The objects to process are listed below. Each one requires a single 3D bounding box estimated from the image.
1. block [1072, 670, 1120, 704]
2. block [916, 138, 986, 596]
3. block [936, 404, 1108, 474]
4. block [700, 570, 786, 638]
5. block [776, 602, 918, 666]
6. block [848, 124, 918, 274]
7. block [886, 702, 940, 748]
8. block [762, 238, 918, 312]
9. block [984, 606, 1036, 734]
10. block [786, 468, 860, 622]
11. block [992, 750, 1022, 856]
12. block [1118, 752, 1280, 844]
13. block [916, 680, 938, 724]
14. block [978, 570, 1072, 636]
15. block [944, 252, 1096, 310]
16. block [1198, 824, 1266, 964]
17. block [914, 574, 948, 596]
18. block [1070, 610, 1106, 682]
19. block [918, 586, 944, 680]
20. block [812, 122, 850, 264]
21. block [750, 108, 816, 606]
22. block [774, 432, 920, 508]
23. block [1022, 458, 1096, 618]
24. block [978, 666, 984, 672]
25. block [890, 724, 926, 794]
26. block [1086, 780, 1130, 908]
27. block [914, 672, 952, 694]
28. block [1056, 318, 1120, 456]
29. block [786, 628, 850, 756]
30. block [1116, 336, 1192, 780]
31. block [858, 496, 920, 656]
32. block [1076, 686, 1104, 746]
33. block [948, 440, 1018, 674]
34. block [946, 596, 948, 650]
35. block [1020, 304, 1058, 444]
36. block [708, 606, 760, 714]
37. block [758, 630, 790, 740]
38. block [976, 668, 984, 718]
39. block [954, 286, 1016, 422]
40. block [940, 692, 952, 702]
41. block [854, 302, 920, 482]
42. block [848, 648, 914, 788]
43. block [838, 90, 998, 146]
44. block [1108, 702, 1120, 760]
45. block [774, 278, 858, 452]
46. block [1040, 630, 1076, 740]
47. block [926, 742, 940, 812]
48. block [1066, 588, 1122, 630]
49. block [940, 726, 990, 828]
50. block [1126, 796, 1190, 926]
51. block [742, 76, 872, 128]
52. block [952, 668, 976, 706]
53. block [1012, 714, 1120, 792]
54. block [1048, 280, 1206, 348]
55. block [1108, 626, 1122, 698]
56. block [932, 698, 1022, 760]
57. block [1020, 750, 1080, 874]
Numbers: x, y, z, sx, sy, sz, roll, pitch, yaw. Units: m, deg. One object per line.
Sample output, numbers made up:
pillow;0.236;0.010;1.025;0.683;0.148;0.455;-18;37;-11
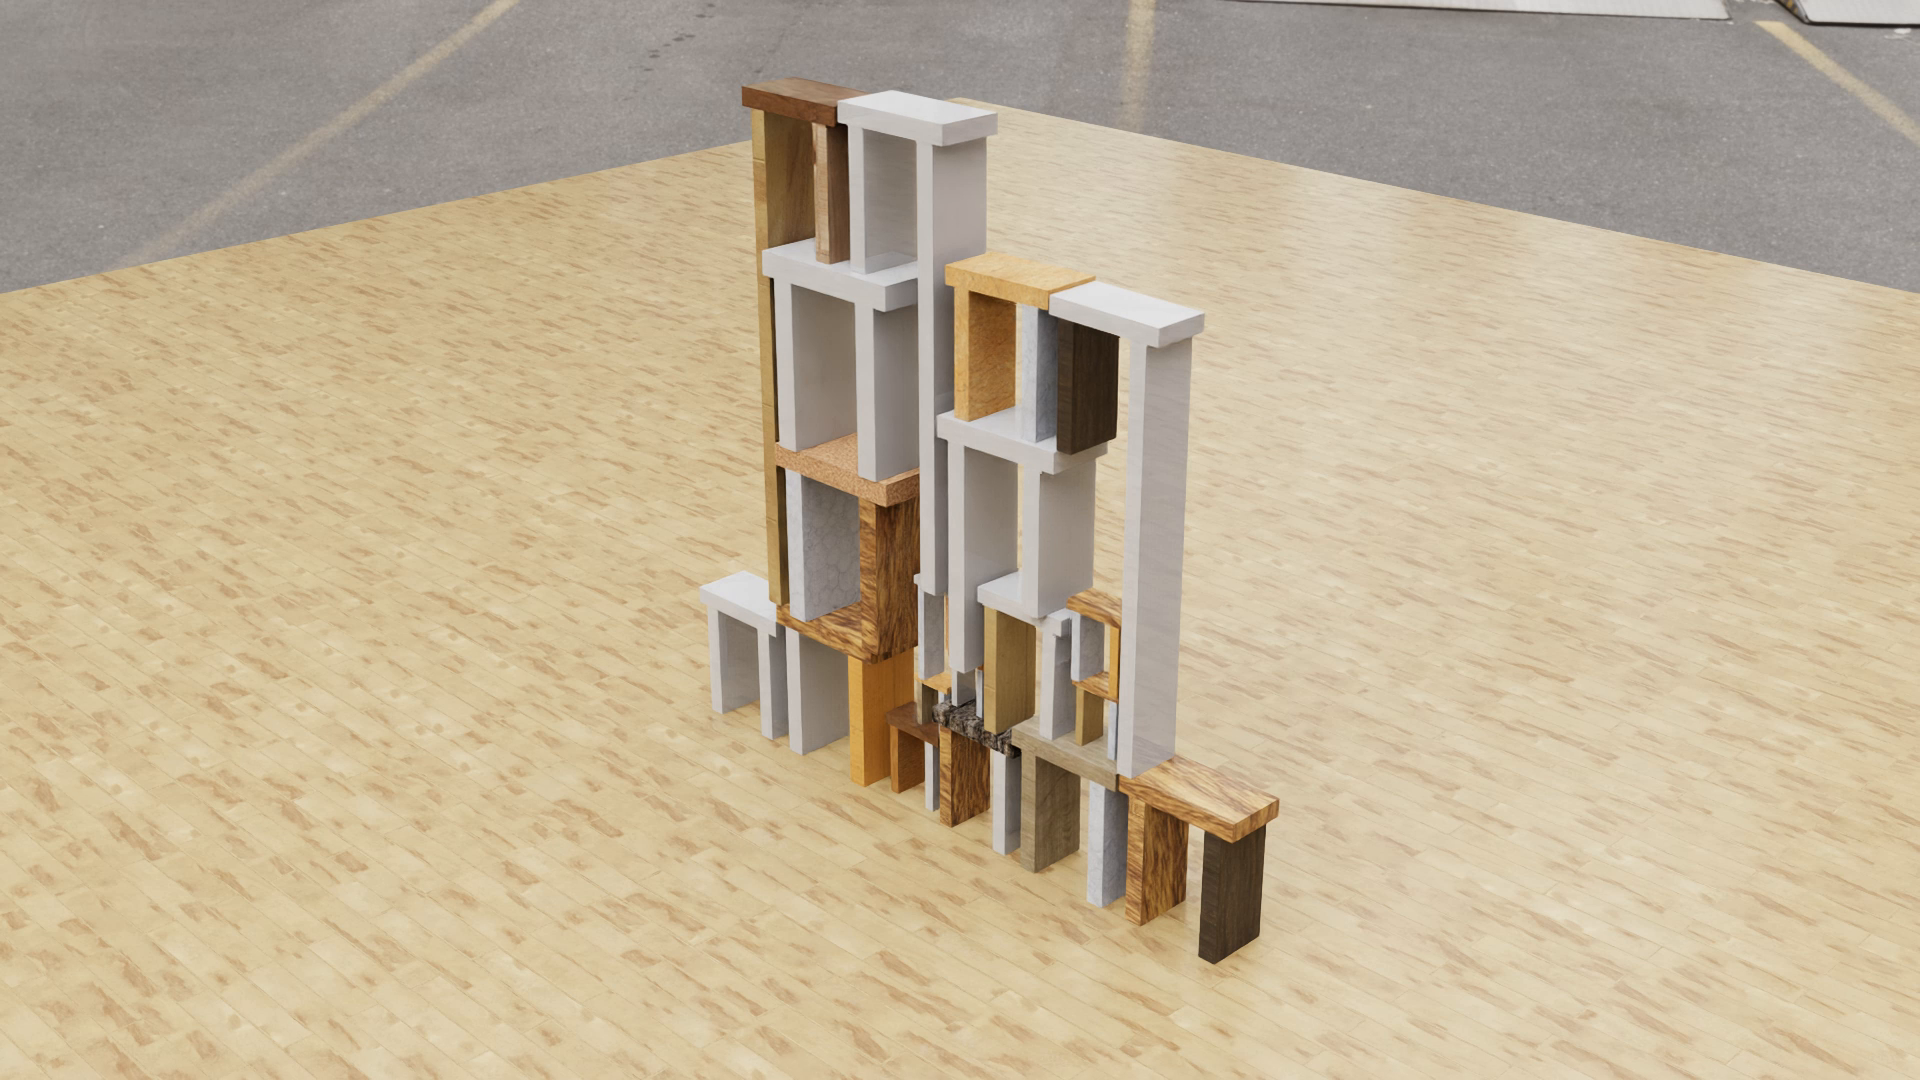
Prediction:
block;0.271;0.268;4.046;0.119;0.017;0.059;21;31;40
block;-0.014;-0.320;4.109;0.039;0.875;0.138;21;31;40
block;0.112;-0.192;4.010;0.291;0.041;0.145;20;30;41
block;-0.432;0.136;4.745;0.254;0.036;0.127;21;31;41
block;-0.230;0.174;4.555;0.291;0.041;0.145;21;31;41
block;-0.142;-0.648;4.114;0.039;0.276;0.138;21;31;40
block;-0.071;0.373;4.463;0.153;0.022;0.076;21;31;41
block;-0.200;-0.515;4.218;0.347;0.049;0.174;21;31;41
block;0.097;0.234;4.224;0.110;0.263;0.031;-21;31;-40
block;-0.276;-0.010;4.516;0.046;0.327;0.163;21;31;41
block;0.115;0.496;4.308;0.031;0.222;0.111;21;31;41
block;0.429;0.458;3.960;0.263;0.037;0.131;21;31;41
block;-0.065;0.321;4.436;0.013;0.094;0.047;21;31;41
block;0.149;0.118;4.118;0.110;0.031;0.221;-20;29;-39
block;0.106;-0.462;3.907;0.249;0.035;0.125;20;30;41
block;0.491;0.621;3.962;0.037;0.263;0.131;21;31;41
block;-0.030;0.085;4.295;0.114;0.016;0.057;21;31;40
block;0.236;0.185;4.041;0.020;0.139;0.069;21;31;41
block;-0.057;0.176;4.363;0.016;0.204;0.057;21;31;41
block;-0.214;-0.668;4.174;0.038;0.266;0.133;21;31;41
block;-0.340;-0.363;4.441;0.133;1.036;0.038;-21;31;-41
block;-0.199;-0.151;4.372;0.327;0.046;0.163;21;31;41
block;0.180;-0.015;4.015;0.145;0.291;0.041;-20;30;-39
block;0.031;0.227;4.292;0.104;0.015;0.052;21;31;41
block;-0.108;0.439;4.530;0.022;0.153;0.076;21;31;41
block;0.298;0.549;4.134;0.037;0.259;0.130;21;31;41
block;-0.042;0.280;4.394;0.094;0.013;0.047;21;31;41
block;0.224;-0.282;3.852;0.034;0.243;0.122;21;31;40
block;-0.298;0.300;4.682;0.041;0.291;0.145;21;31;41
block;0.340;0.032;3.864;0.034;0.823;0.122;21;31;41
block;-0.122;0.050;4.374;0.163;0.327;0.046;-21;31;-40
block;0.242;0.319;4.098;0.017;0.119;0.059;22;31;40
block;0.044;0.015;4.175;0.041;0.466;0.145;21;31;40
block;-0.003;0.155;4.296;0.016;0.114;0.057;21;31;41
block;0.165;-0.309;3.909;0.035;0.249;0.125;21;31;40
block;-0.492;0.246;4.856;0.036;0.254;0.127;21;31;41
block;-0.372;0.293;4.746;0.036;0.254;0.127;21;31;41
block;0.056;0.291;4.293;0.015;0.104;0.052;21;31;41
block;0.047;-0.352;4.018;0.035;0.249;0.125;21;31;40
block;-0.020;0.339;4.395;0.013;0.095;0.047;21;31;41
block;-0.118;-0.301;4.221;0.174;0.347;0.049;-21;31;-41
block;-0.161;0.353;4.556;0.041;0.291;0.145;21;31;41
block;-0.079;-0.767;3.990;0.138;0.039;0.276;-21;31;-40
block;0.299;0.341;4.047;0.017;0.119;0.059;22;31;40
block;-0.282;-0.365;4.371;0.049;0.347;0.174;21;31;41
block;0.200;0.255;4.117;0.031;0.220;0.110;22;31;39
block;-0.035;0.467;4.463;0.022;0.153;0.076;21;31;41
block;0.268;0.125;3.980;0.139;0.020;0.069;21;31;41
block;0.010;0.455;4.404;0.031;0.222;0.111;21;31;41
block;0.367;0.572;4.076;0.037;0.263;0.131;21;31;41
block;-0.277;-0.833;4.173;0.133;0.038;0.266;-21;31;-40
block;0.007;0.272;4.338;0.015;0.103;0.052;21;31;41
block;0.236;0.389;4.132;0.259;0.037;0.130;21;31;40
block;0.283;-0.386;3.746;0.243;0.034;0.121;22;32;39
block;0.301;0.211;3.981;0.069;0.139;0.020;-21;31;-40
block;0.063;0.359;4.306;0.222;0.031;0.111;21;31;41
block;0.176;0.502;4.246;0.037;0.259;0.130;21;31;41
